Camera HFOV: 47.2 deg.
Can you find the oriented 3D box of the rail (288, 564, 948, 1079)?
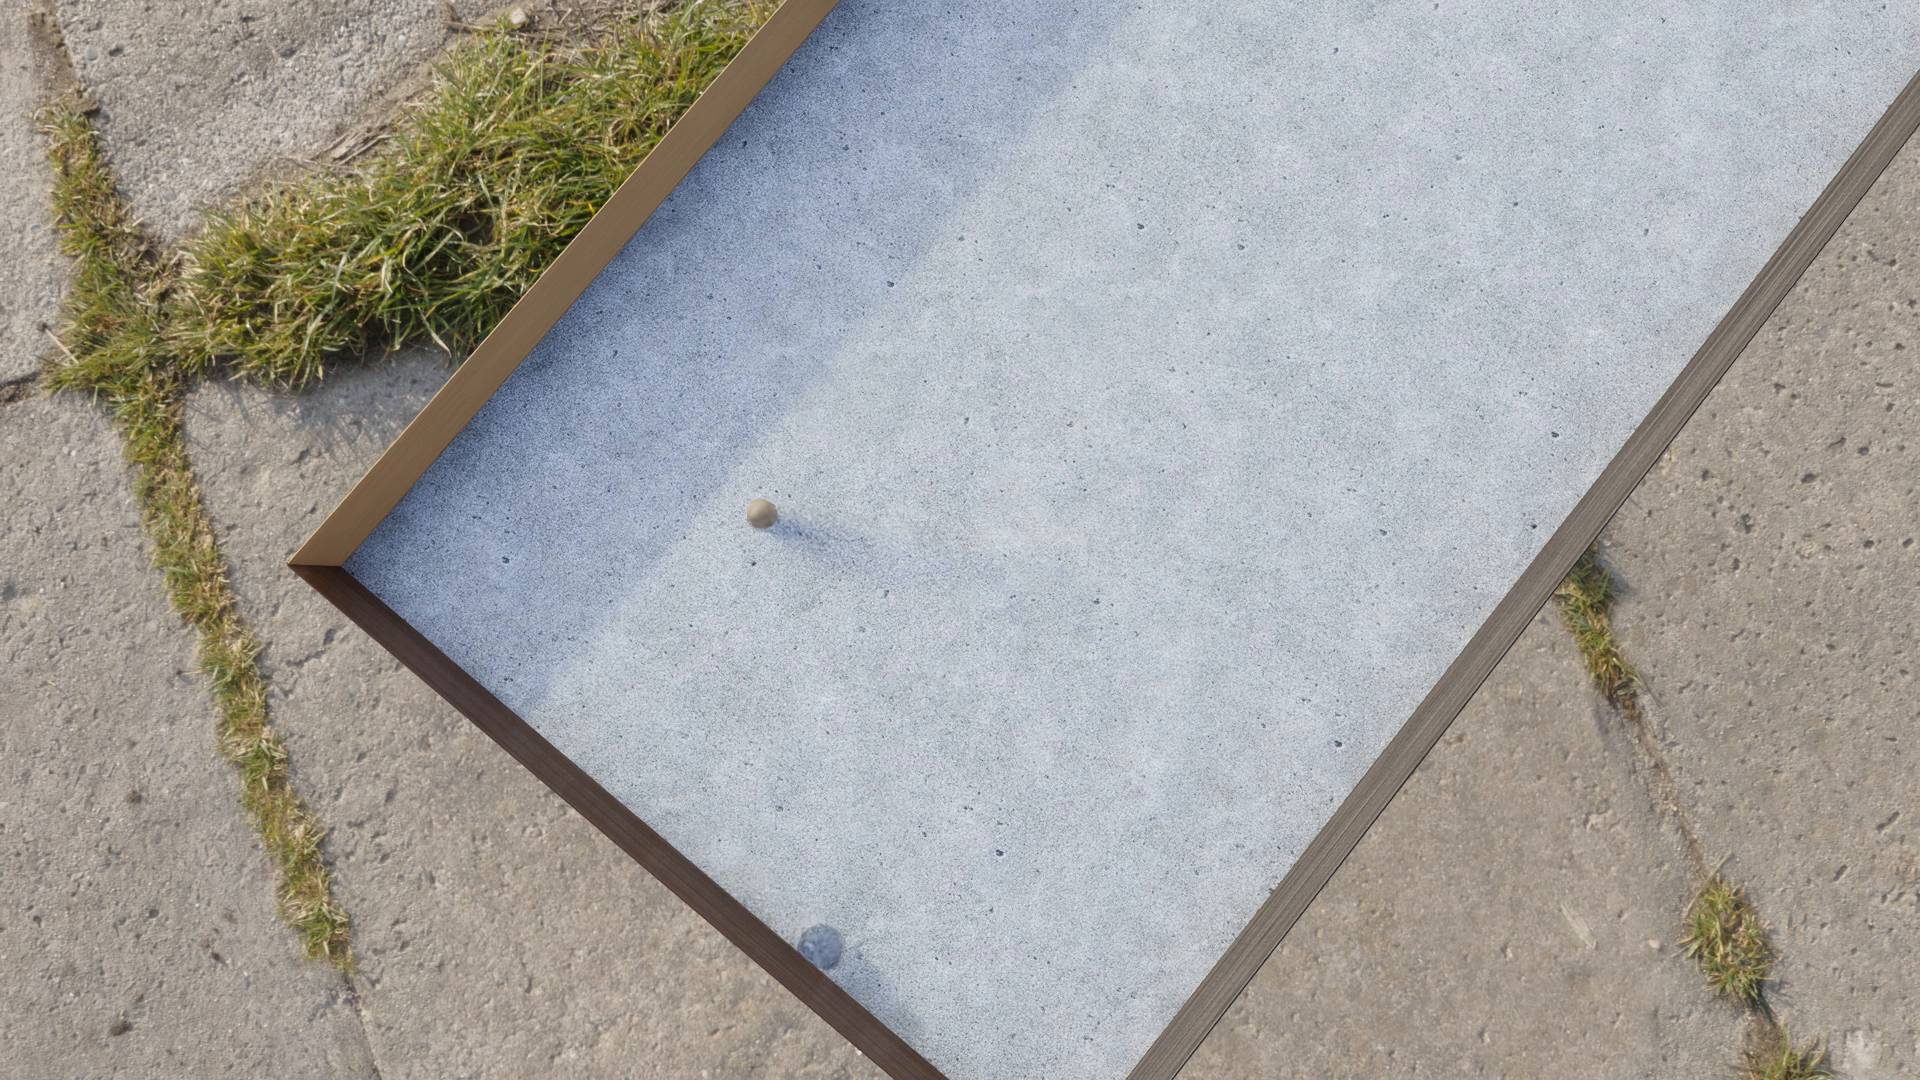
[{"bbox_3d":[-0.405,0.480,3.174,1.450,0.117,0.045,39,82,6],"label":"rail"}]

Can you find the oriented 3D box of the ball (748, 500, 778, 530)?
[{"bbox_3d":[-0.296,-0.038,3.303,0.044,0.044,0.044,0,80,0],"label":"ball"}]

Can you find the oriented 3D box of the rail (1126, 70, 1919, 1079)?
[{"bbox_3d":[0.962,-0.071,3.272,0.045,0.117,2.647,39,82,6],"label":"rail"}]

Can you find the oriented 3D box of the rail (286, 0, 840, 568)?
[{"bbox_3d":[-0.123,-0.947,3.426,0.045,0.117,2.647,39,82,6],"label":"rail"}]

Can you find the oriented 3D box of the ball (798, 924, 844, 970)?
[{"bbox_3d":[-0.202,0.589,3.182,0.066,0.066,0.066,0,80,0],"label":"ball"}]
